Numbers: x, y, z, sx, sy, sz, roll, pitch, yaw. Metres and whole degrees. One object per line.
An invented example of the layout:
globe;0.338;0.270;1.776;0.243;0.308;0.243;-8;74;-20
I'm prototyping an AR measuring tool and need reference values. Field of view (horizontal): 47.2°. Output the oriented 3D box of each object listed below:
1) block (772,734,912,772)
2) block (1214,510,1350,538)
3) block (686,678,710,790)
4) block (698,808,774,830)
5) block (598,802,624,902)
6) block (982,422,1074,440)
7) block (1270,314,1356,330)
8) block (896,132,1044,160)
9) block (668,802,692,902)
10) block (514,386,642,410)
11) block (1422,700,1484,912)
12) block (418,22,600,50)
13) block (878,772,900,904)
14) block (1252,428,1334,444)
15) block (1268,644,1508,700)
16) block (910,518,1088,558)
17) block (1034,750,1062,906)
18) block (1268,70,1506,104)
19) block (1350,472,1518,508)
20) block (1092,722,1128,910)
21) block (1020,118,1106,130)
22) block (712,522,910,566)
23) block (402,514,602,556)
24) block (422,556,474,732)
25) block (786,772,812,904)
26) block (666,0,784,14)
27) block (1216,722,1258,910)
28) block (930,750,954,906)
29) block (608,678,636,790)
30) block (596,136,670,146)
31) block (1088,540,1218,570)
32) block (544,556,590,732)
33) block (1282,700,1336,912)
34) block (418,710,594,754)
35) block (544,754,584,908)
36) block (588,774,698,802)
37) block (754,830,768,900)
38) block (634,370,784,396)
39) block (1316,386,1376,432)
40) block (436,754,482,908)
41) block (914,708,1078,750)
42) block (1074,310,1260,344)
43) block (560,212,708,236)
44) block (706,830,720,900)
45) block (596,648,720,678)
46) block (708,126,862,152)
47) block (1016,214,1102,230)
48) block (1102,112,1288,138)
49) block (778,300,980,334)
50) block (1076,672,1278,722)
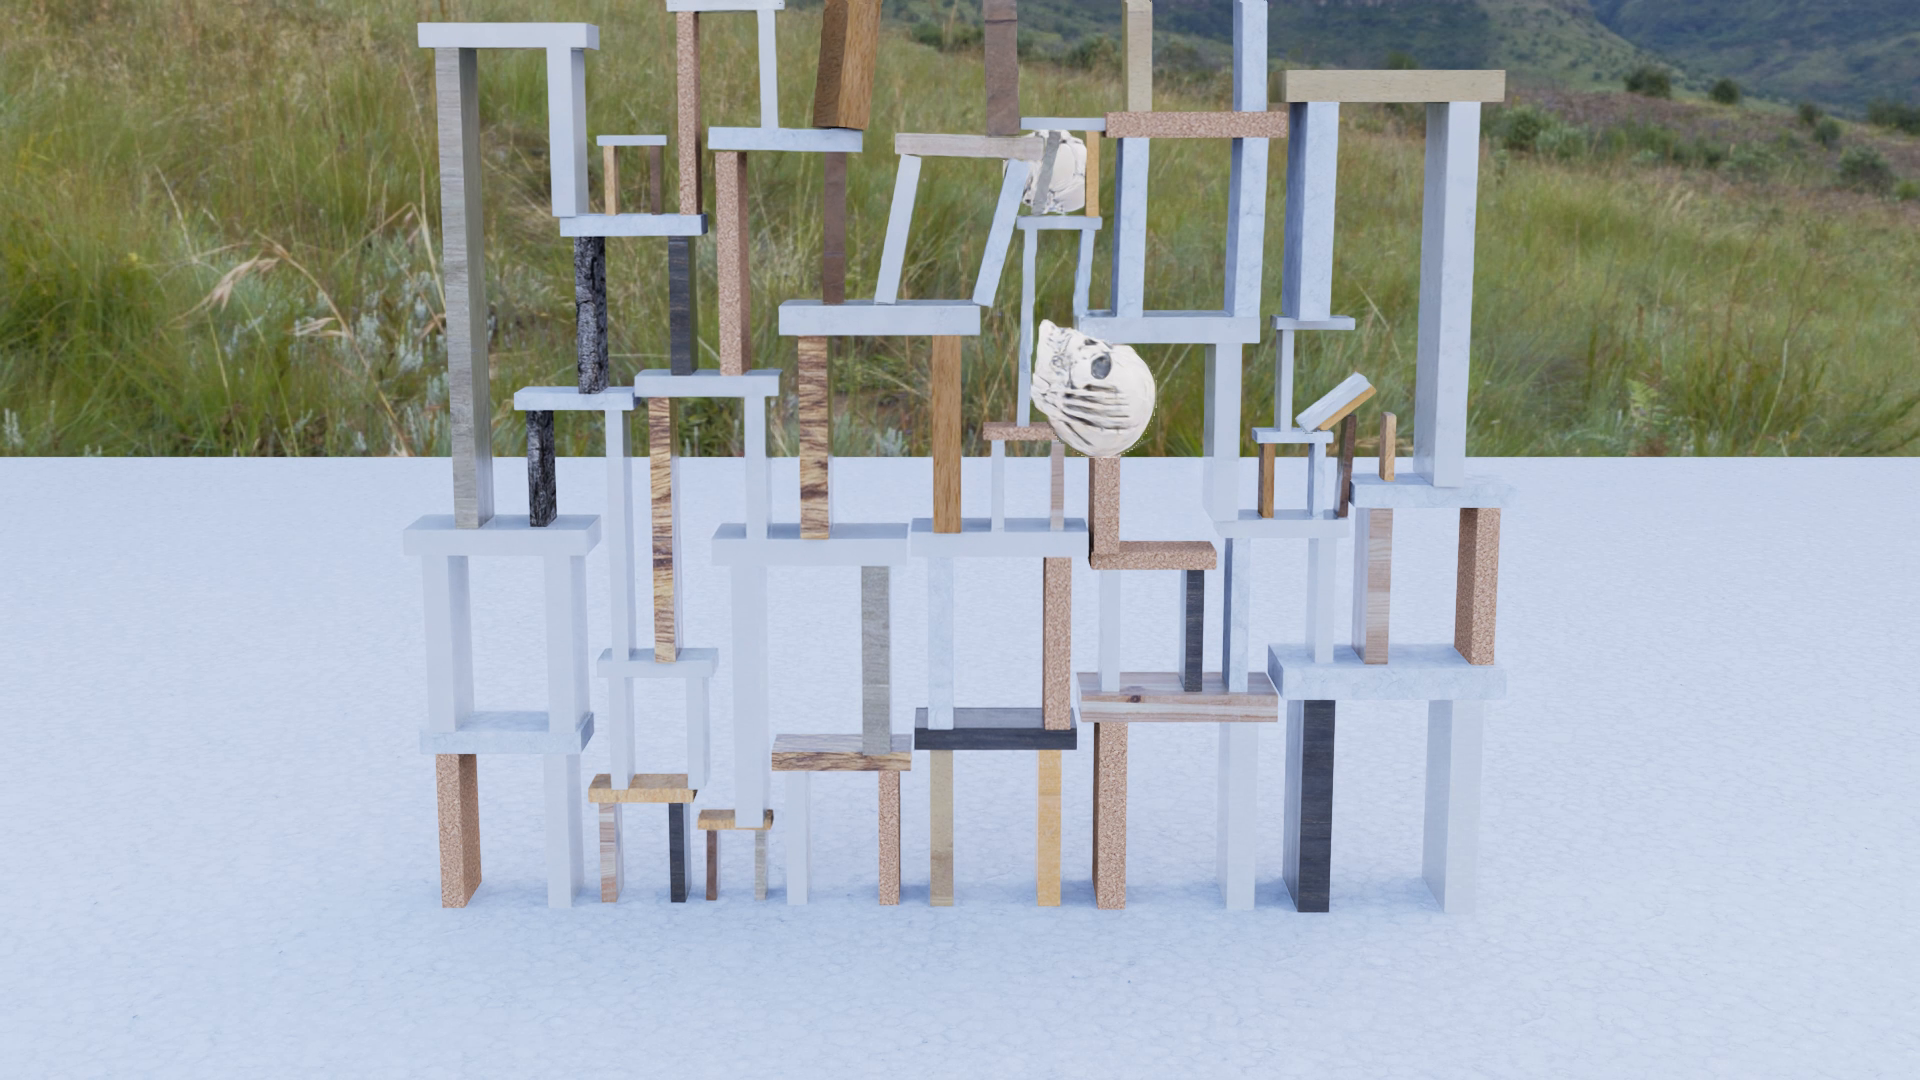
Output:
block;-0.193;0.350;3.627;0.227;0.032;0.113;0;10;0
block;0.518;-0.027;3.553;0.205;0.029;0.103;0;11;0
block;-0.430;0.306;3.616;0.027;0.188;0.094;0;10;0
block;-0.371;0.463;3.644;0.121;0.017;0.060;0;10;0
block;-0.579;0.506;3.653;0.024;0.171;0.085;0;10;0
block;0.108;-0.175;3.530;0.143;0.020;0.072;0;10;0
block;0.559;-0.346;3.490;0.123;0.017;0.062;0;11;-2
block;0.017;-0.619;3.464;0.229;0.033;0.115;3;9;2
block;-0.465;0.506;3.653;0.024;0.171;0.086;0;10;0
block;-0.611;-0.227;3.520;0.187;0.027;0.094;0;10;0
block;0.814;0.415;3.634;0.051;0.357;0.179;0;11;0
block;-0.698;-0.781;3.412;0.256;0.036;0.128;0;11;-1
block;-0.117;0.478;3.650;0.032;0.227;0.113;0;10;0
block;0.532;-0.168;3.528;0.121;0.017;0.060;0;11;-2
block;0.694;0.214;3.597;0.357;0.051;0.179;0;11;0
block;0.063;-0.005;3.562;0.283;0.040;0.141;0;10;0
block;0.146;0.459;3.650;0.037;0.264;0.132;0;10;0
block;0.661;-0.706;3.424;0.333;0.047;0.166;0;11;-1
block;0.753;-0.081;3.542;0.257;0.036;0.128;0;11;0
block;0.248;0.434;3.643;0.045;0.316;0.158;0;11;0
block;0.160;-0.650;3.438;0.132;0.019;0.066;1;11;0
block;-0.240;0.006;3.570;0.310;0.044;0.155;0;10;0
block;-0.737;-0.009;3.556;0.291;0.041;0.145;0;11;0
block;-0.834;0.154;3.587;0.041;0.291;0.145;0;11;0
block;-0.268;0.478;3.650;0.032;0.227;0.113;0;10;0
block;-0.362;-0.832;3.411;0.178;0.025;0.089;-2;10;-4
block;0.458;0.434;3.643;0.045;0.316;0.158;0;11;0
block;-0.030;0.459;3.650;0.037;0.264;0.132;0;10;0
block;-0.555;0.306;3.614;0.027;0.188;0.094;0;10;0
block;-0.511;-0.626;3.446;0.107;0.015;0.054;-1;10;-1
block;0.310;0.024;3.562;0.201;0.028;0.100;0;11;0
block;-0.640;0.154;3.586;0.041;0.291;0.145;0;11;0
block;0.575;0.415;3.634;0.051;0.357;0.179;0;11;0
block;-0.743;0.316;3.615;0.261;0.037;0.130;0;11;0
block;-0.656;0.462;3.642;0.037;0.261;0.130;0;11;0
block;-0.522;0.410;3.635;0.171;0.024;0.086;0;10;0
block;-0.330;0.531;3.654;0.017;0.121;0.060;1;11;0
block;-0.399;-0.251;3.513;0.226;0.032;0.113;0;10;-1
block;0.615;-0.214;3.521;0.105;0.015;0.053;-37;11;3
block;-0.830;0.462;3.642;0.037;0.261;0.131;0;11;0
block;0.058;0.310;3.624;0.264;0.037;0.132;0;10;0
block;0.326;-0.340;3.503;0.283;0.040;0.141;0;11;-1
block;-0.513;-0.498;3.471;0.219;0.031;0.109;0;10;-1
block;-0.410;0.531;3.654;0.017;0.121;0.060;1;10;0
block;-0.493;0.200;3.595;0.188;0.027;0.094;0;10;0
block;-0.273;-0.629;3.457;0.237;0.034;0.118;1;10;-3
block;0.156;-0.502;3.473;0.134;0.019;0.067;1;11;2
block;0.364;-0.650;3.443;0.275;0.039;0.138;0;11;0
block;-0.125;-0.355;3.502;0.313;0.044;0.157;0;10;0
block;0.353;0.257;3.610;0.316;0.045;0.158;0;11;0
